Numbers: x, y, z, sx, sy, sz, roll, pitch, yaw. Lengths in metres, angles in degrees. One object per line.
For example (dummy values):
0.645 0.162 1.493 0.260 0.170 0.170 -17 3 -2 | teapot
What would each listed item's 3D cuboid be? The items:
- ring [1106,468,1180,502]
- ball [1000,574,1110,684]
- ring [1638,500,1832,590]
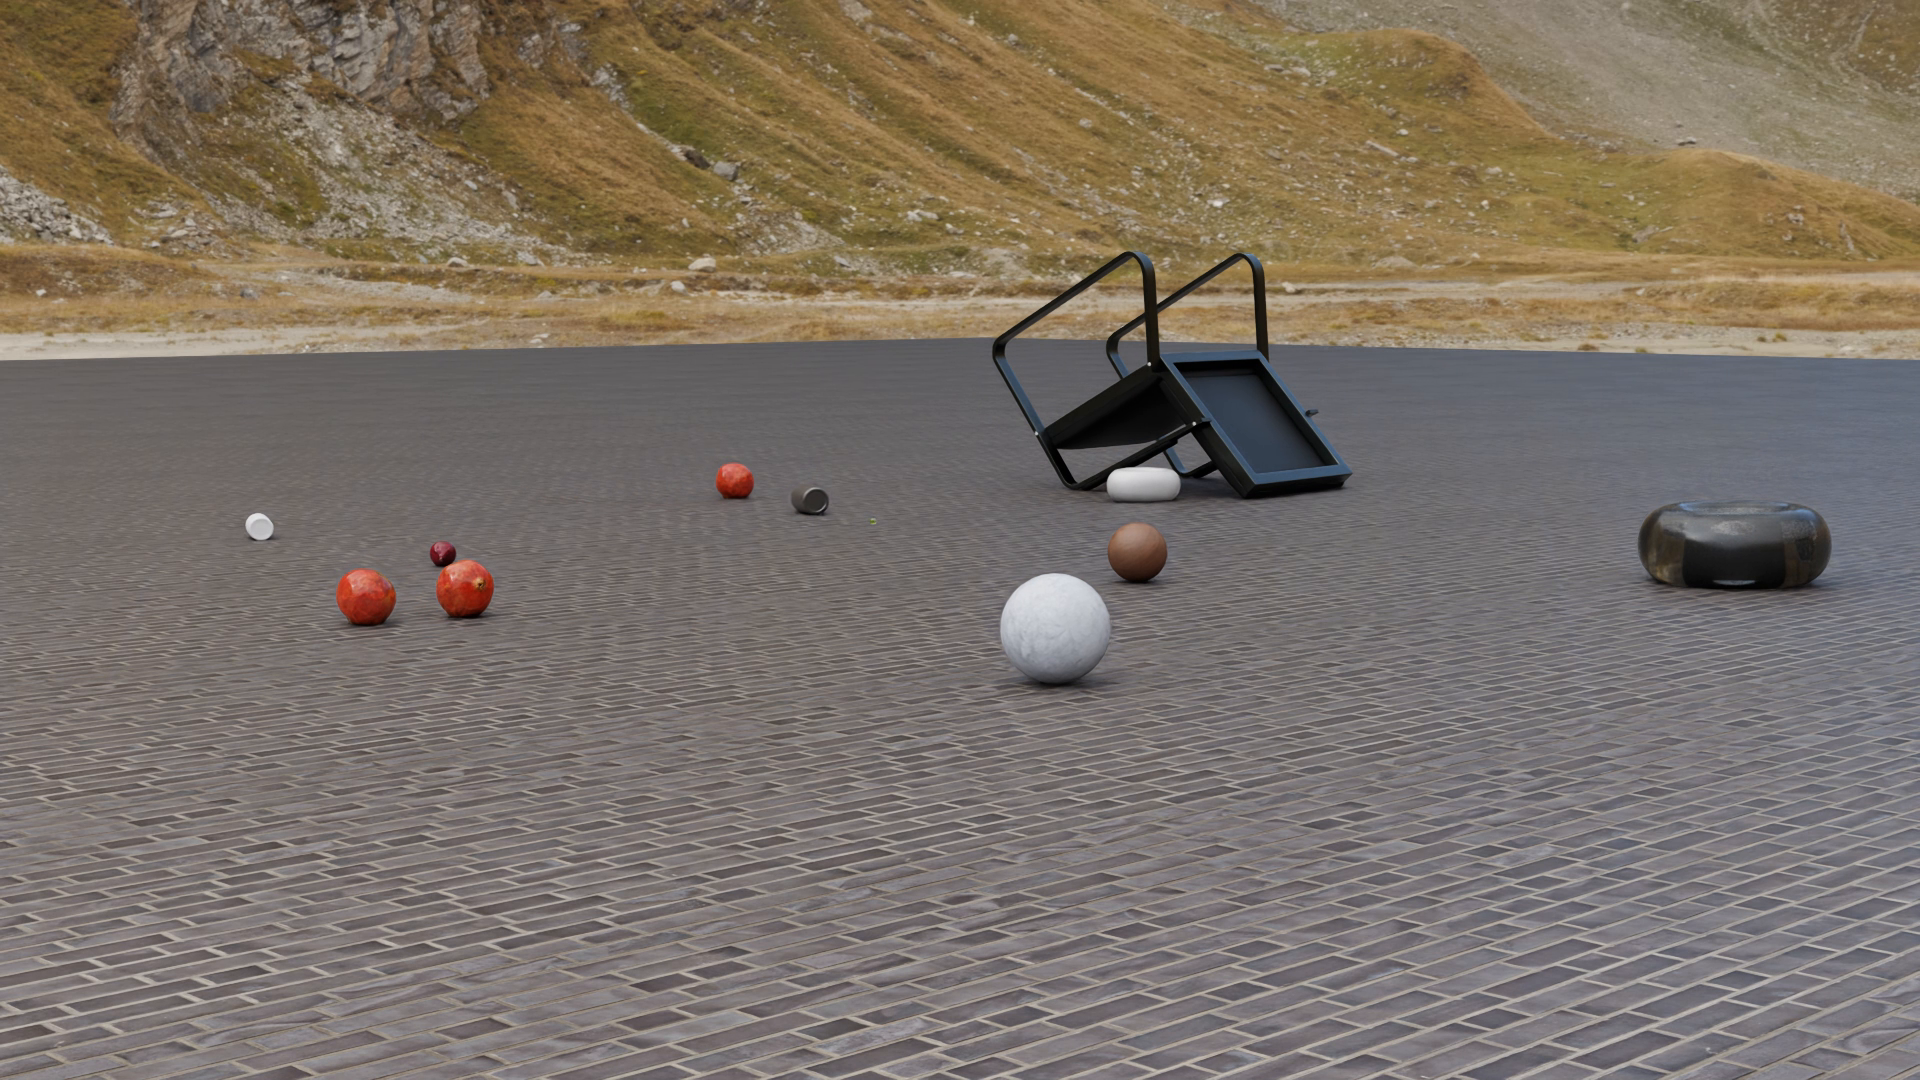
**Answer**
0.539 -0.161 7.533 0.255 0.093 0.175 -4 9 -41 | ring
0.154 0.143 4.150 0.179 0.179 0.179 0 6 0 | ball
1.668 0.009 5.530 0.402 0.165 0.387 0 7 12 | ring
